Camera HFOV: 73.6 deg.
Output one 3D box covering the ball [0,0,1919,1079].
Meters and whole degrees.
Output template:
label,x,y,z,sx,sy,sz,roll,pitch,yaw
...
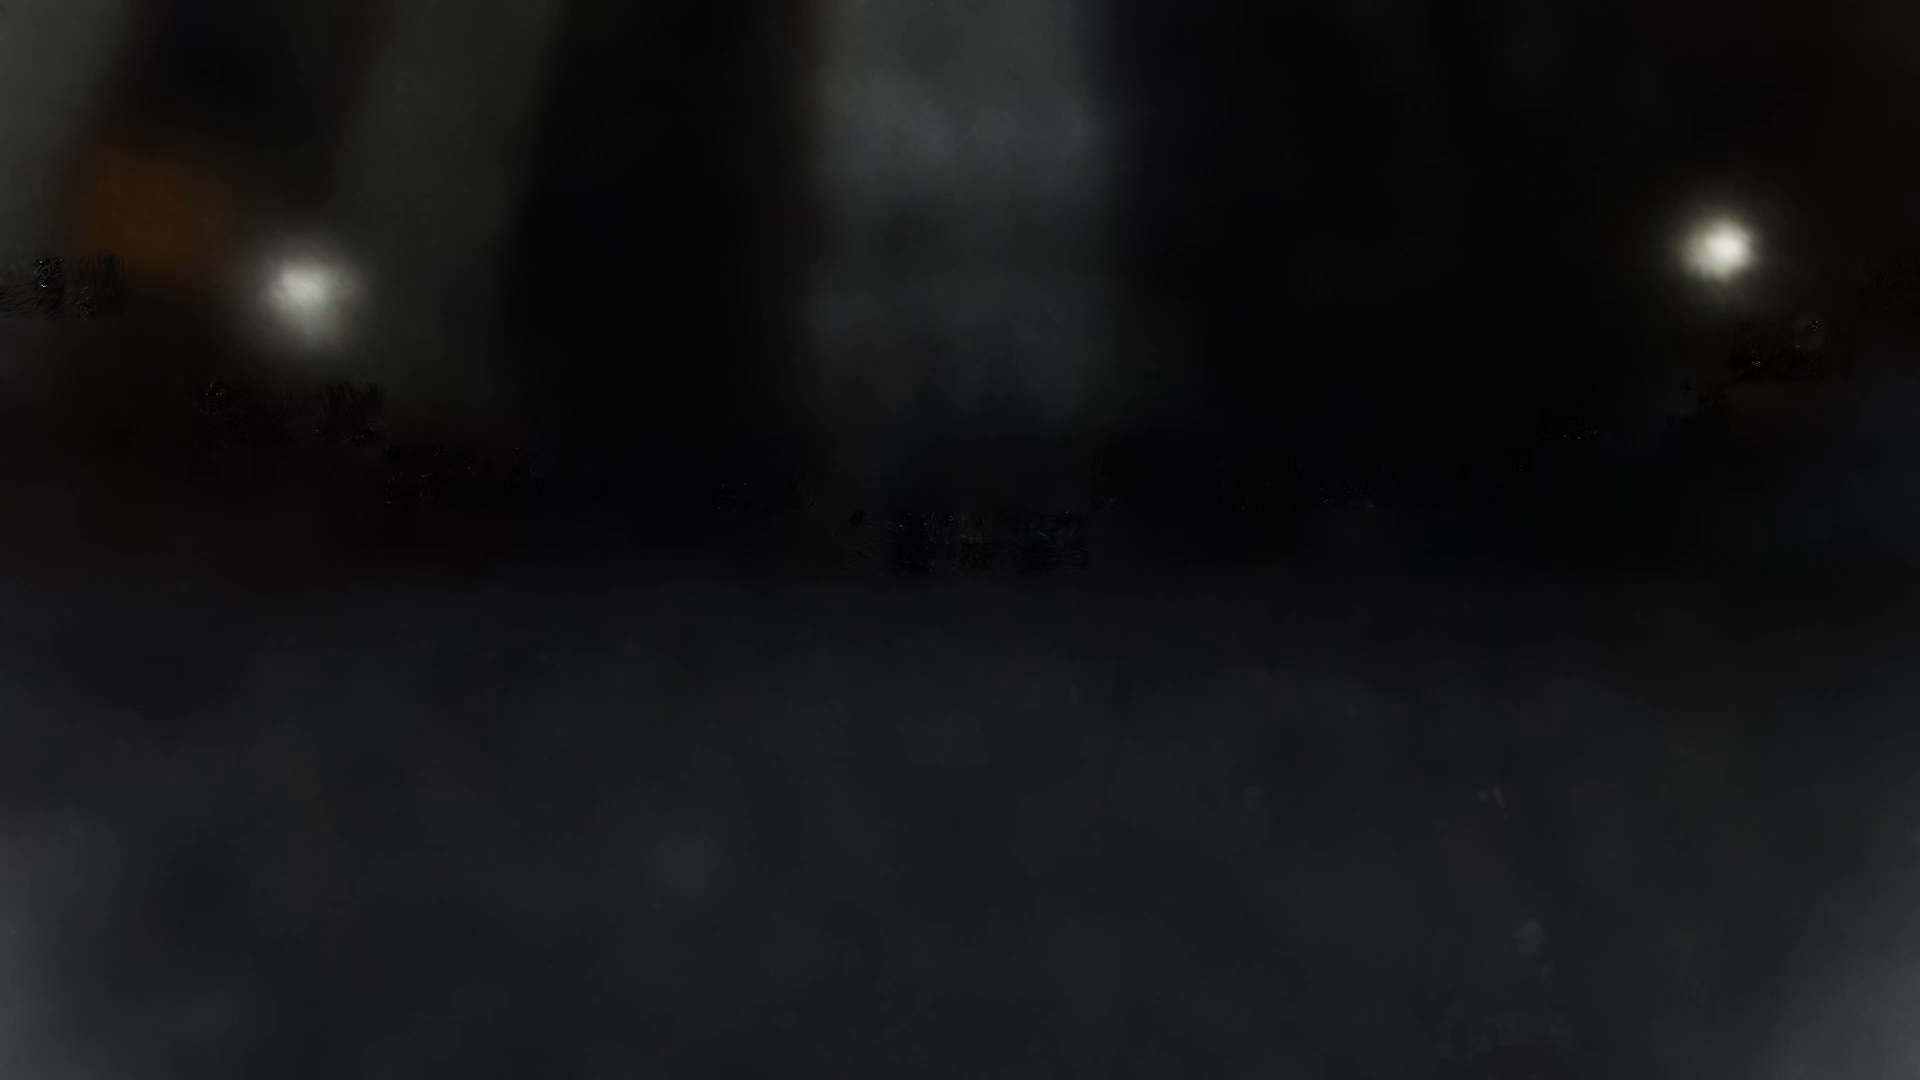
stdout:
label,x,y,z,sx,sy,sz,roll,pitch,yaw
ball,0.000,-0.002,0.056,0.080,0.080,0.080,0,4,0
